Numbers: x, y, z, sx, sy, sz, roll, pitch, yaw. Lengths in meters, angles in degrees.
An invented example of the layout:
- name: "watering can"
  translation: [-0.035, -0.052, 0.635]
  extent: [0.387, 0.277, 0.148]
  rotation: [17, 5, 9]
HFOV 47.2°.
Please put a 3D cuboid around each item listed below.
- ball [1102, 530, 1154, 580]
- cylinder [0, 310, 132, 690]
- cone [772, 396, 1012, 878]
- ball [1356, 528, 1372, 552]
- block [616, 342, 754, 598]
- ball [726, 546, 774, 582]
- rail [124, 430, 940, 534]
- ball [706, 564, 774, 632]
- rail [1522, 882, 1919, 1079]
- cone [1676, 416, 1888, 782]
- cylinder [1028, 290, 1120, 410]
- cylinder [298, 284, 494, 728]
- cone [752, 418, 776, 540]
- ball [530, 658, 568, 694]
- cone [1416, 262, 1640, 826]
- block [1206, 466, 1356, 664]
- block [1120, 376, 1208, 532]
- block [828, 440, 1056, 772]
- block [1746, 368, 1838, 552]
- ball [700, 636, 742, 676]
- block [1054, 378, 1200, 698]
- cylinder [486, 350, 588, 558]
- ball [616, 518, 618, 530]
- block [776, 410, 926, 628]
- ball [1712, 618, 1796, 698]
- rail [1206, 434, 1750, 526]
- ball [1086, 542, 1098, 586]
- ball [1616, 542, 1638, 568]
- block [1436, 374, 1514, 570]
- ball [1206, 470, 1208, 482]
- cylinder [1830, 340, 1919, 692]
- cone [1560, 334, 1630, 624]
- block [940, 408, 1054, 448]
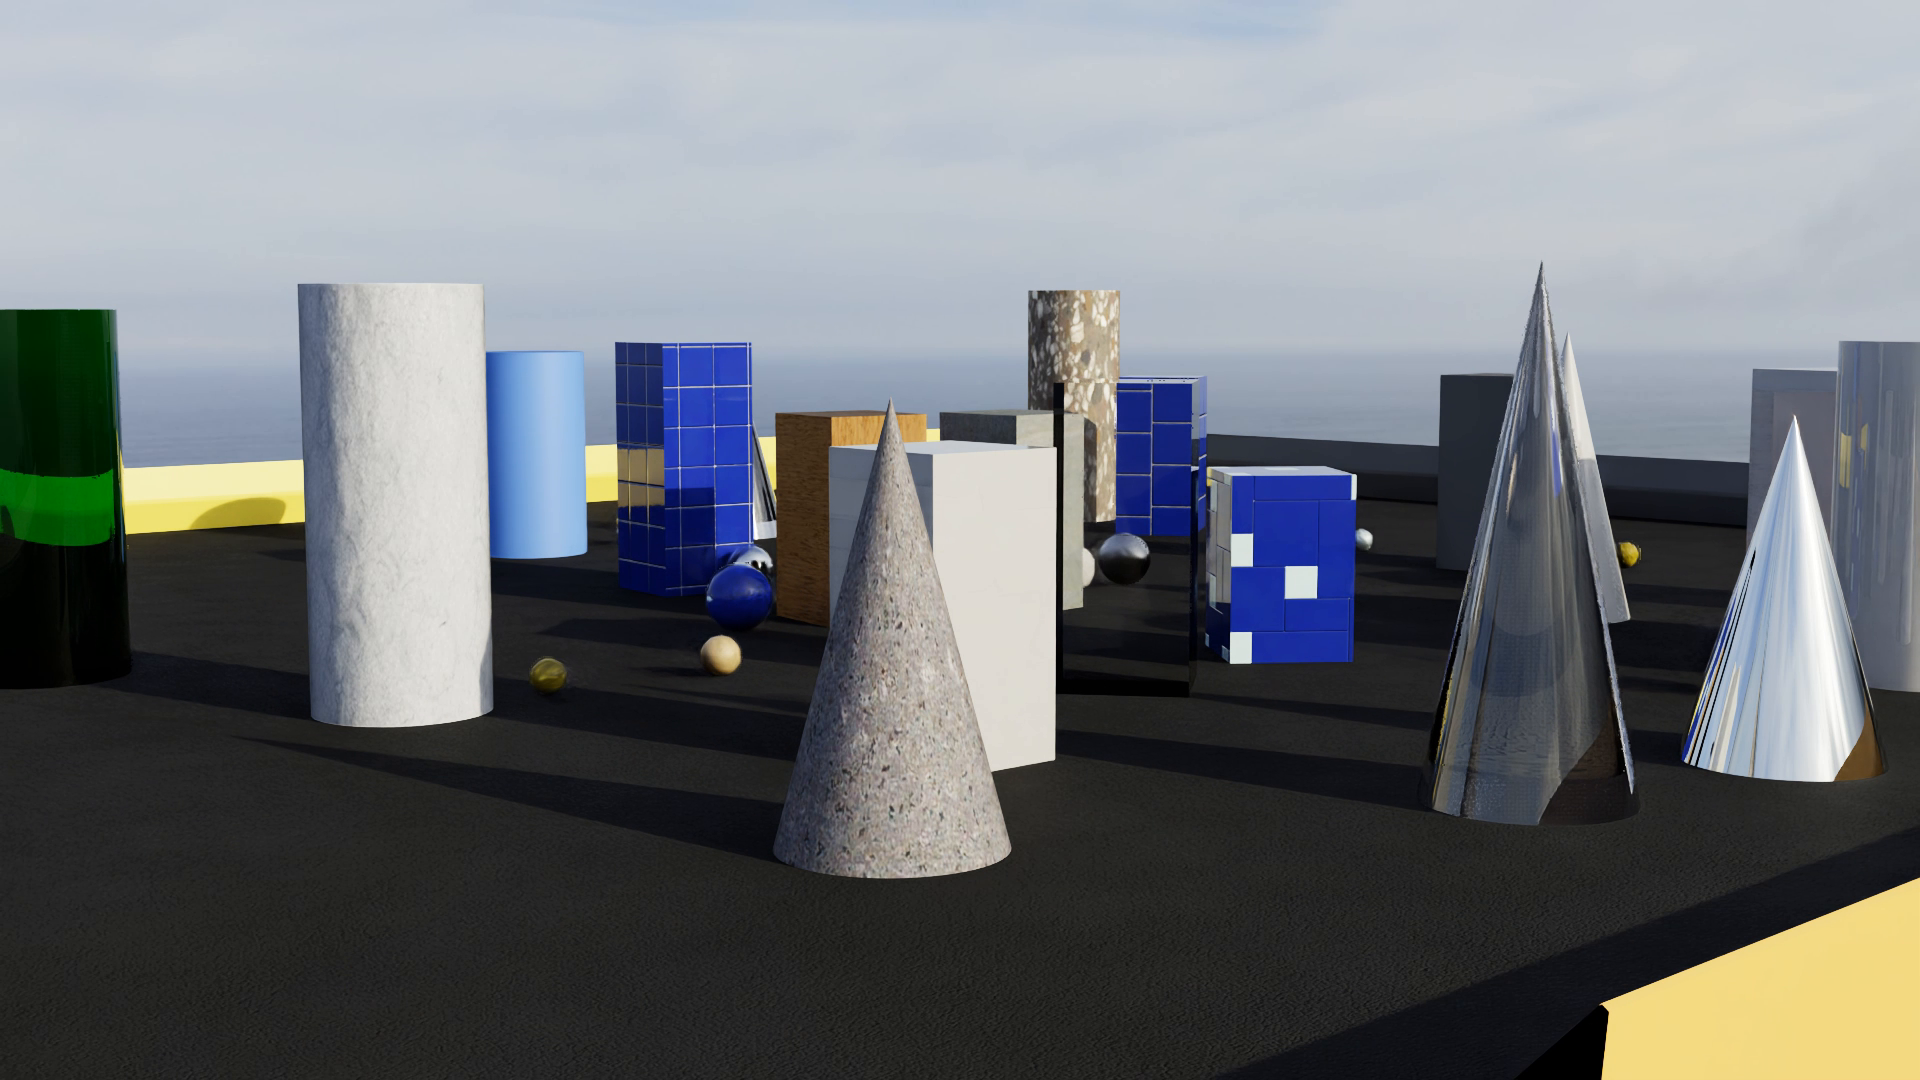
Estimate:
- name: "ball"
  translation: [0.277, 0.025, 3.634]
  extent: [0.085, 0.085, 0.085]
  rotation: [0, 6, 0]
- name: "cylinder"
  translation: [-1.121, -0.056, 2.670]
  extent: [0.198, 0.446, 0.198]
  rotation: [0, 6, 0]
- name: "cone"
  translation: [-0.056, 0.069, 1.810]
  extent: [0.198, 0.376, 0.198]
  rotation: [0, 6, 0]
- name: "ball"
  translation: [0.745, 0.000, 4.081]
  extent: [0.042, 0.042, 0.042]
  rotation: [0, 6, 0]
- name: "block"
  translation: [-0.441, -0.119, 3.520]
  extent: [0.159, 0.395, 0.159]
  rotation: [-4, 7, -36]
- name: "ball"
  translation: [-0.332, 0.047, 3.471]
  extent: [0.076, 0.076, 0.076]
  rotation: [0, 6, 0]
- name: "rail"
  translation: [-1.285, -0.111, 4.717]
  extent: [4.092, 0.129, 0.045]
  rotation: [-5, 8, -42]
- name: "ball"
  translation: [-0.307, 0.081, 3.065]
  extent: [0.093, 0.093, 0.093]
  rotation: [0, 6, 0]
- name: "rail"
  translation: [1.285, 0.178, 1.947]
  extent: [4.092, 0.129, 0.045]
  rotation: [-5, 8, -42]
- name: "cone"
  translation: [0.816, 0.048, 2.168]
  extent: [0.198, 0.343, 0.198]
  rotation: [0, 6, 0]
- name: "cylinder"
  translation: [0.246, -0.295, 4.766]
  extent: [0.198, 0.488, 0.198]
  rotation: [0, 6, 0]
- name: "cylinder"
  translation: [-0.623, -0.045, 2.433]
  extent: [0.198, 0.473, 0.198]
  rotation: [0, 6, 0]
- name: "cone"
  translation: [-0.446, -0.189, 4.370]
  extent: [0.198, 0.359, 0.198]
  rotation: [0, 6, 0]
- name: "ball"
  translation: [-0.478, 0.159, 2.558]
  extent: [0.042, 0.042, 0.042]
  rotation: [0, 6, 0]
- name: "cone"
  translation: [0.517, -0.006, 1.980]
  extent: [0.198, 0.490, 0.198]
  rotation: [0, 6, 0]
- name: "block"
  translation: [0.414, 0.029, 2.858]
  extent: [0.159, 0.238, 0.159]
  rotation: [-1, 6, -5]
- name: "block"
  translation: [0.414, -0.178, 4.486]
  extent: [0.159, 0.312, 0.159]
  rotation: [1, 6, 13]
- name: "block"
  translation: [-0.018, 0.063, 2.179]
  extent: [0.159, 0.311, 0.159]
  rotation: [-5, 8, -41]
- name: "block"
  translation: [1.159, -0.041, 2.902]
  extent: [0.159, 0.368, 0.159]
  rotation: [-3, 7, -28]
- name: "ball"
  translation: [-0.293, 0.141, 2.687]
  extent: [0.050, 0.050, 0.050]
  rotation: [0, 6, 0]
- name: "block"
  translation: [0.199, -0.008, 2.611]
  extent: [0.159, 0.362, 0.159]
  rotation: [1, 6, 9]
- name: "cylinder"
  translation: [-0.789, -0.161, 4.046]
  extent: [0.198, 0.370, 0.198]
  rotation: [0, 6, 0]
- name: "ball"
  translation: [-0.623, -0.030, 4.222]
  extent: [0.073, 0.073, 0.073]
  rotation: [0, 6, 0]
- name: "block"
  translation: [-0.158, -0.035, 3.188]
  extent: [0.159, 0.297, 0.159]
  rotation: [-4, 7, -34]
- name: "ball"
  translation: [0.917, 0.136, 2.541]
  extent: [0.091, 0.091, 0.091]
  rotation: [0, 6, 0]
- name: "rail"
  translation: [1.486, -0.109, 4.696]
  extent: [0.045, 0.129, 3.837]
  rotation: [-5, 8, -42]
- name: "ball"
  translation: [0.181, 0.039, 3.524]
  extent: [0.081, 0.081, 0.081]
  rotation: [0, 6, 0]
- name: "ball"
  translation: [1.153, 0.026, 3.816]
  extent: [0.046, 0.046, 0.046]
  rotation: [0, 6, 0]
- name: "block"
  translation: [0.939, -0.118, 3.804]
  extent: [0.159, 0.335, 0.159]
  rotation: [5, 8, 42]
- name: "ball"
  translation: [0.611, -0.162, 5.605]
  extent: [0.049, 0.049, 0.049]
  rotation: [0, 6, 0]
- name: "cylinder"
  translation: [1.155, -0.035, 2.647]
  extent: [0.198, 0.409, 0.198]
  rotation: [0, 6, 0]
- name: "cone"
  translation: [0.881, -0.097, 3.207]
  extent: [0.198, 0.417, 0.198]
  rotation: [0, 6, 0]
- name: "block"
  translation: [0.081, -0.049, 3.350]
  extent: [0.159, 0.291, 0.159]
  rotation: [6, 8, 44]
